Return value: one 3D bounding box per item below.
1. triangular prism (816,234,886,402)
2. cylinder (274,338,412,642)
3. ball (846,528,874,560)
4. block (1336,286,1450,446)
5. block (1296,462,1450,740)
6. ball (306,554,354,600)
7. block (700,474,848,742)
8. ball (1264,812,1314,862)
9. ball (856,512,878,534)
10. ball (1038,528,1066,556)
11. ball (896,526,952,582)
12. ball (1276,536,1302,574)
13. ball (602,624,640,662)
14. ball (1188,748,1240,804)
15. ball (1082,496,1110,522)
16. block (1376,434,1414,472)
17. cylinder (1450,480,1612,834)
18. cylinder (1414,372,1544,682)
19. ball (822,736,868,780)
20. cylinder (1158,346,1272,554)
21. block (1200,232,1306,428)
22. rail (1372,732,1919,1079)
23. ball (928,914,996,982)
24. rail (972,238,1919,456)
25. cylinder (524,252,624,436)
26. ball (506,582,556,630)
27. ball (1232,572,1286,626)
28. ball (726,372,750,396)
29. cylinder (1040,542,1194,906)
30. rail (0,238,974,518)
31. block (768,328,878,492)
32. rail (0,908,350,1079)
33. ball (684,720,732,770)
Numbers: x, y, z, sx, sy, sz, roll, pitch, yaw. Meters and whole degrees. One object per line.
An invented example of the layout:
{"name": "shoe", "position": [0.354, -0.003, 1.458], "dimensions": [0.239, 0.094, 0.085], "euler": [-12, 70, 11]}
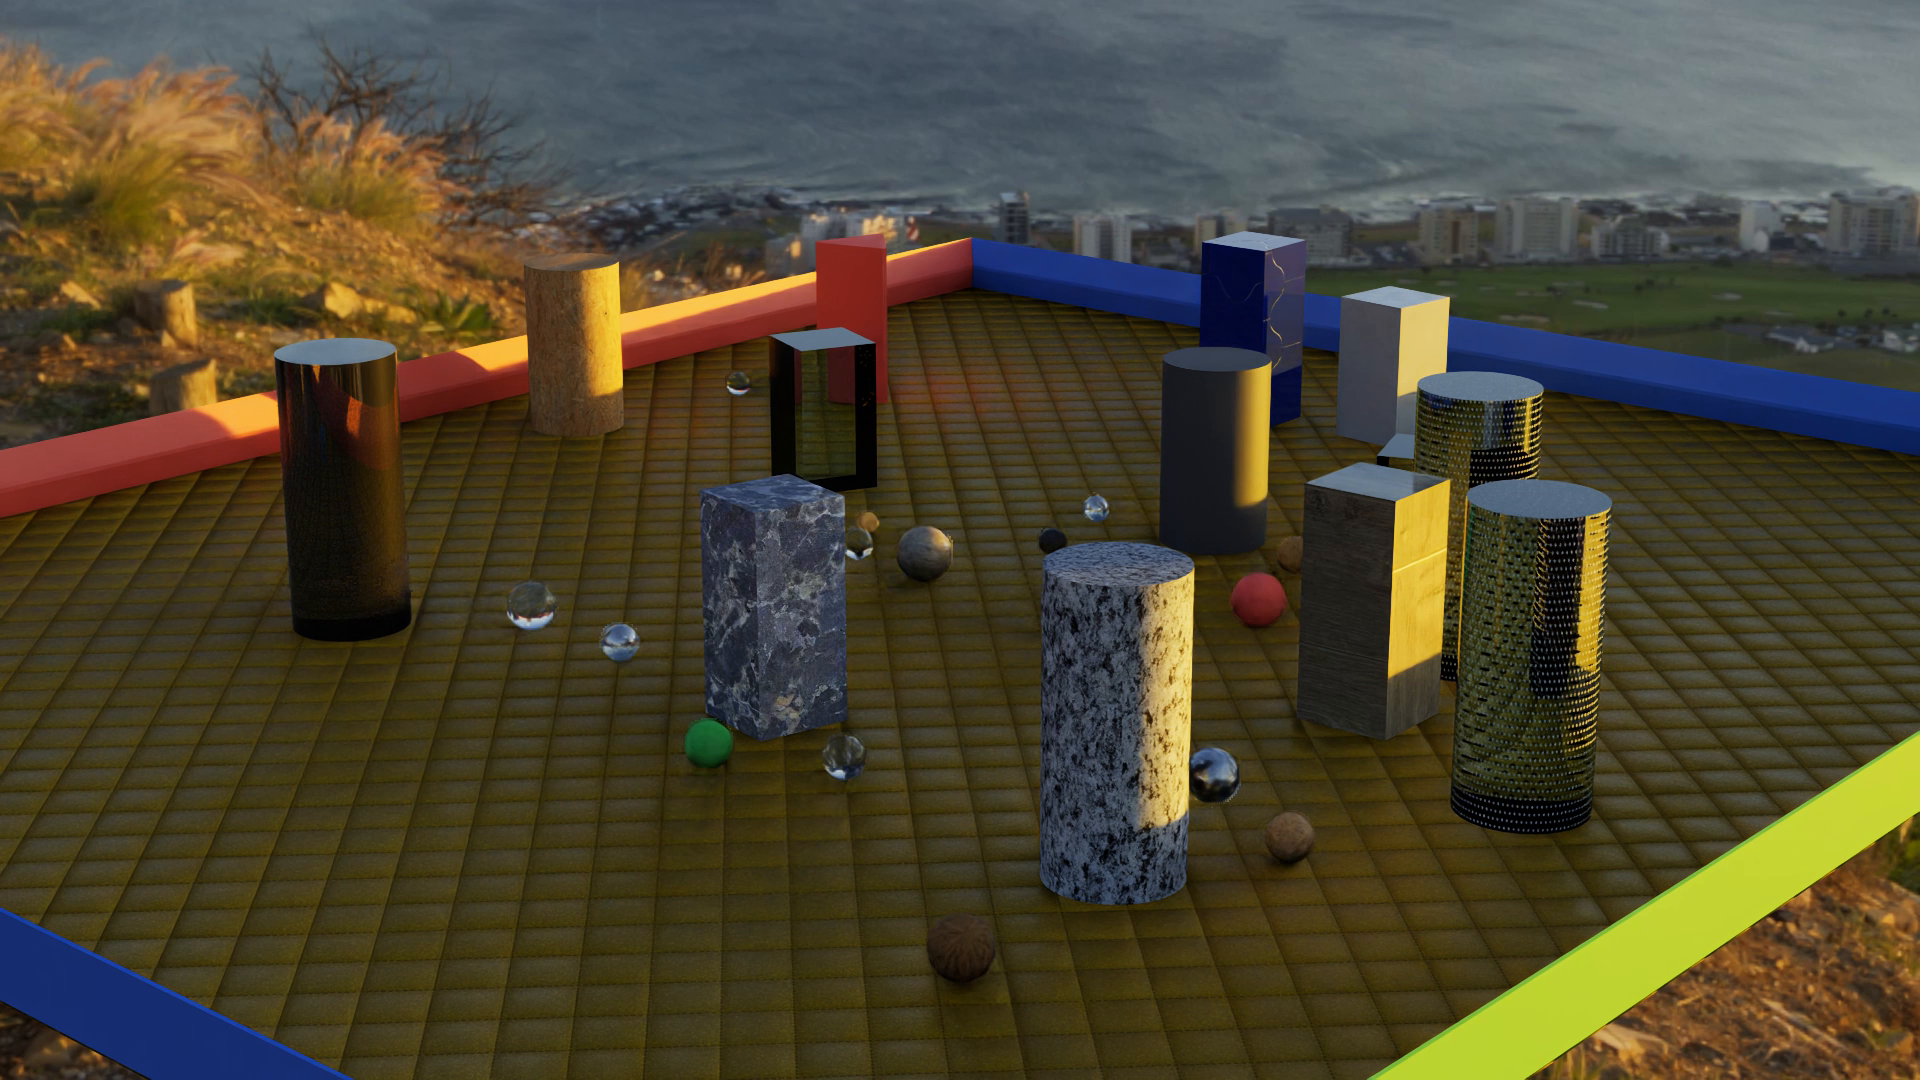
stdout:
{"name": "triangular prism", "position": [-0.208, -0.497, 6.507], "dimensions": [0.172, 0.345, 0.149], "euler": [8, 19, 25]}
{"name": "cylinder", "position": [-1.033, -0.086, 4.918], "dimensions": [0.199, 0.473, 0.199], "euler": [0, 17, 0]}
{"name": "ball", "position": [-0.186, 0.007, 5.331], "dimensions": [0.057, 0.057, 0.057], "euler": [0, 17, 0]}
{"name": "block", "position": [0.906, -0.363, 6.145], "dimensions": [0.159, 0.297, 0.159], "euler": [-15, 22, -41]}
{"name": "block", "position": [0.633, 0.092, 4.496], "dimensions": [0.159, 0.377, 0.159], "euler": [13, 21, 37]}
{"name": "ball", "position": [-1.094, 0.065, 5.097], "dimensions": [0.082, 0.082, 0.082], "euler": [0, 17, 0]}
{"name": "block", "position": [-0.285, 0.101, 4.495], "dimensions": [0.159, 0.360, 0.159], "euler": [-12, 20, -34]}
{"name": "ball", "position": [0.449, 0.404, 3.996], "dimensions": [0.067, 0.067, 0.067], "euler": [0, 17, 0]}
{"name": "ball", "position": [-0.173, -0.033, 5.492], "dimensions": [0.041, 0.041, 0.041], "euler": [0, 17, 0]}
{"name": "ball", "position": [0.169, 0.004, 5.352], "dimensions": [0.051, 0.051, 0.051], "euler": [0, 17, 0]}
{"name": "ball", "position": [-0.063, 0.024, 5.203], "dimensions": [0.099, 0.099, 0.099], "euler": [0, 17, 0]}
{"name": "ball", "position": [0.600, 0.026, 5.251], "dimensions": [0.066, 0.066, 0.066], "euler": [0, 17, 0]}
{"name": "ball", "position": [-0.555, 0.167, 4.792], "dimensions": [0.062, 0.062, 0.062], "euler": [0, 17, 0]}
{"name": "ball", "position": [0.344, 0.321, 4.002], "dimensions": [0.076, 0.076, 0.076], "euler": [0, 17, 0]}
{"name": "ball", "position": [0.259, -0.060, 5.564], "dimensions": [0.051, 0.051, 0.051], "euler": [0, 17, 0]}
{"name": "block", "position": [0.813, -0.029, 5.083], "dimensions": [0.159, 0.269, 0.159], "euler": [6, 18, 19]}
{"name": "cylinder", "position": [0.801, 0.162, 4.120], "dimensions": [0.199, 0.459, 0.199], "euler": [0, 17, 0]}
{"name": "cylinder", "position": [0.826, -0.022, 4.723], "dimensions": [0.199, 0.465, 0.199], "euler": [0, 17, 0]}
{"name": "ball", "position": [-0.169, 0.318, 4.284], "dimensions": [0.066, 0.066, 0.066], "euler": [0, 17, 0]}
{"name": "cylinder", "position": [0.470, -0.166, 5.409], "dimensions": [0.199, 0.344, 0.199], "euler": [0, 17, 0]}
{"name": "block", "position": [0.624, -0.449, 6.272], "dimensions": [0.159, 0.387, 0.159], "euler": [13, 21, 37]}
{"name": "rail", "position": [1.262, 0.348, 4.070], "dimensions": [0.045, 0.129, 3.995], "euler": [14, 22, 39]}
{"name": "ball", "position": [0.002, 0.505, 3.630], "dimensions": [0.085, 0.085, 0.085], "euler": [0, 17, 0]}
{"name": "rail", "position": [1.294, -0.398, 6.547], "dimensions": [3.391, 0.129, 0.045], "euler": [14, 22, 39]}
{"name": "cylinder", "position": [-0.818, -0.417, 6.224], "dimensions": [0.199, 0.354, 0.199], "euler": [0, 17, 0]}
{"name": "ball", "position": [-0.722, 0.111, 4.940], "dimensions": [0.084, 0.084, 0.084], "euler": [0, 17, 0]}
{"name": "ball", "position": [0.506, 0.101, 4.959], "dimensions": [0.092, 0.092, 0.092], "euler": [0, 17, 0]}
{"name": "ball", "position": [-0.492, -0.347, 6.516], "dimensions": [0.052, 0.052, 0.052], "euler": [0, 17, 0]}
{"name": "cylinder", "position": [0.207, 0.241, 3.891], "dimensions": [0.199, 0.440, 0.199], "euler": [0, 17, 0]}
{"name": "rail", "position": [-1.262, -0.284, 6.169], "dimensions": [0.045, 0.129, 3.995], "euler": [14, 22, 39]}
{"name": "block", "position": [-0.271, -0.255, 5.797], "dimensions": [0.159, 0.291, 0.159], "euler": [-8, 19, -25]}
{"name": "rail", "position": [-1.294, 0.462, 3.693], "dimensions": [3.391, 0.129, 0.045], "euler": [14, 22, 39]}
{"name": "ball", "position": [-0.371, 0.302, 4.327], "dimensions": [0.072, 0.072, 0.072], "euler": [0, 17, 0]}
